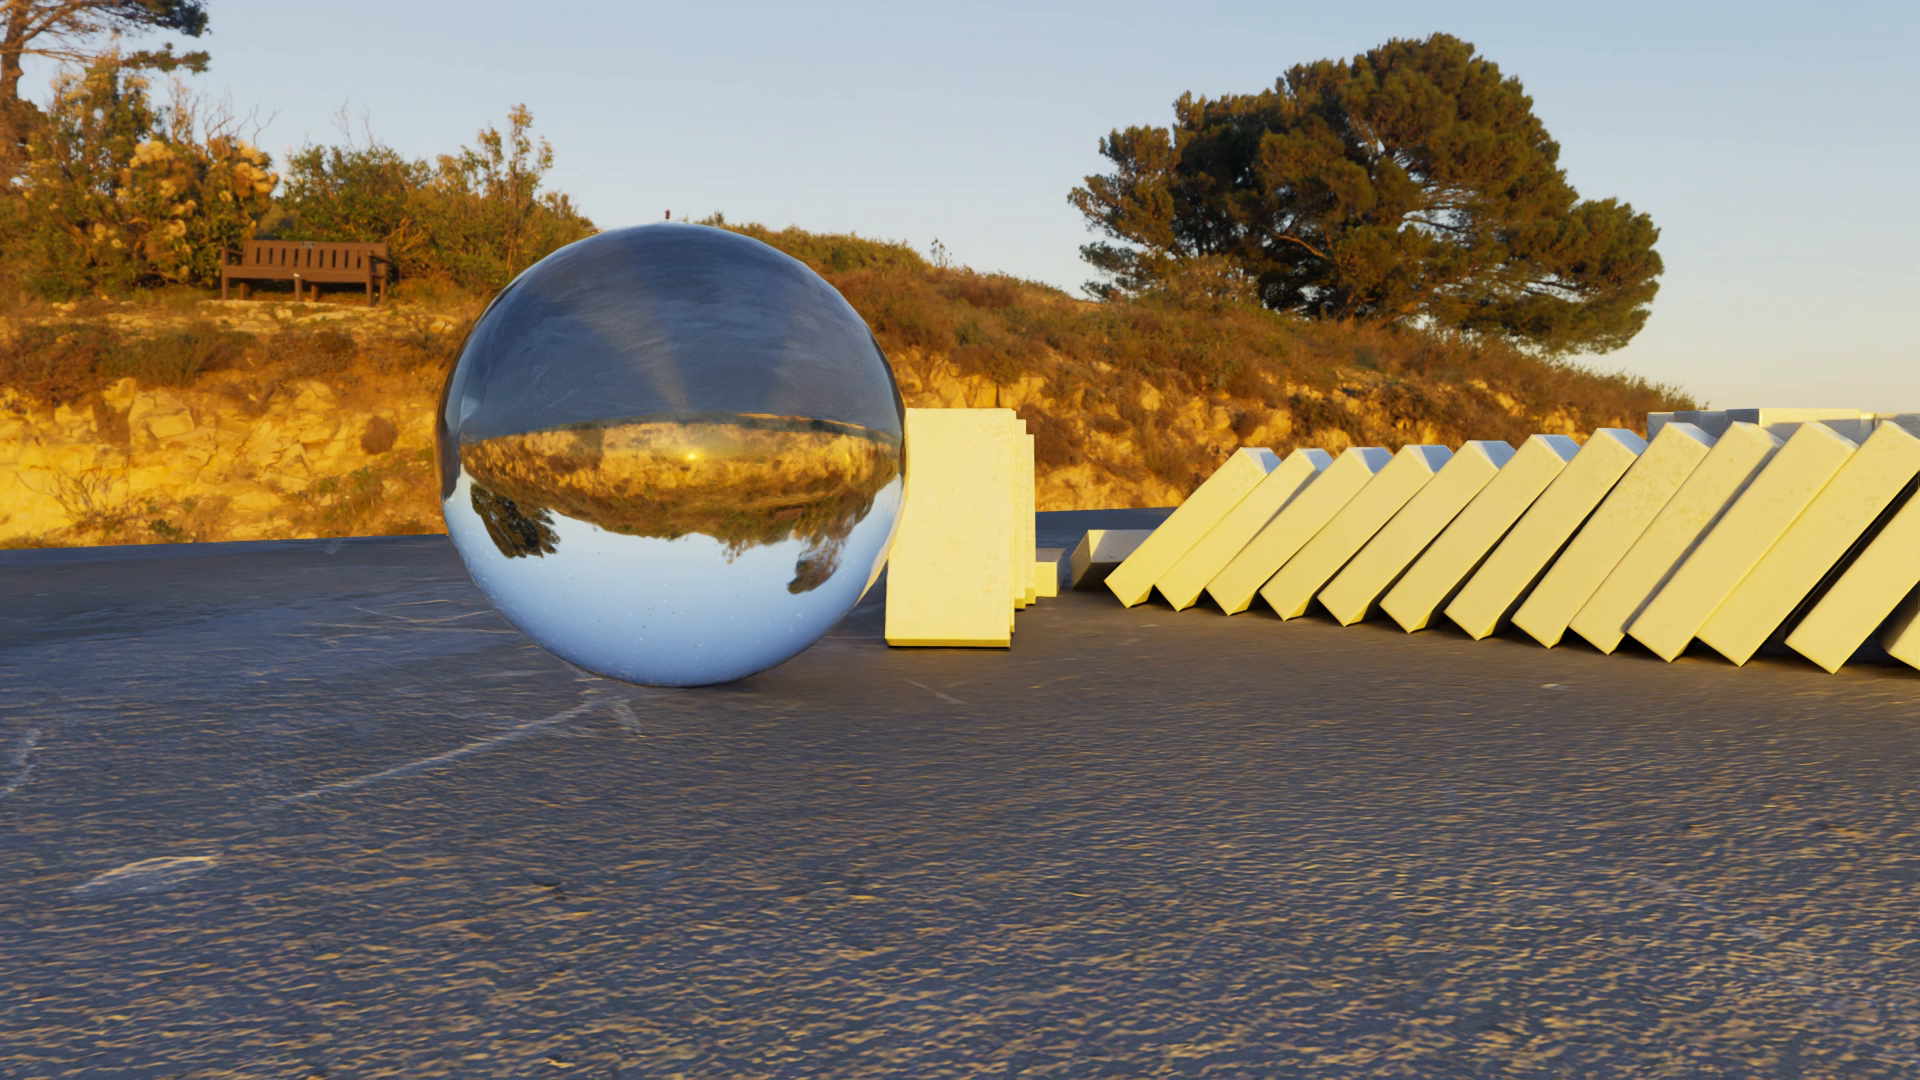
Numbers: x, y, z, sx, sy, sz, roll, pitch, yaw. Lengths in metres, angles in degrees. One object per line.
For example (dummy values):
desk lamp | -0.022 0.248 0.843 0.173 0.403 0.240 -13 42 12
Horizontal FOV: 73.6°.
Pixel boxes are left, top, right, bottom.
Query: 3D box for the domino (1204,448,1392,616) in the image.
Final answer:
domino | 0.086 -0.002 0.317 0.025 0.010 0.050 -6 -37 -53

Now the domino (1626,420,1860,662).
domino | 0.154 0.000 0.251 0.009 0.050 0.025 43 28 29

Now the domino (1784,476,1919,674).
domino | 0.176 0.001 0.241 0.009 0.050 0.025 40 23 24

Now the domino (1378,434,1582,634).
domino | 0.118 -0.001 0.287 0.025 0.050 0.010 -5 47 -49

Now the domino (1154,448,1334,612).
domino | 0.074 -0.003 0.328 0.050 0.009 0.025 -47 -18 24

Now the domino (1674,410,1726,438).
domino | 0.178 -0.005 0.295 0.025 0.050 0.009 0 4 -4

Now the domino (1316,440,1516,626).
domino | 0.108 -0.001 0.297 0.025 0.050 0.010 -5 49 -49

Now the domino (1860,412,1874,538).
domino | 0.220 -0.007 0.327 0.009 0.050 0.025 0 4 10

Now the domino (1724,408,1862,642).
domino | 0.181 -0.003 0.280 0.025 0.050 0.009 -1 4 -10

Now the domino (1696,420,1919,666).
domino | 0.165 0.001 0.247 0.009 0.050 0.025 43 28 29

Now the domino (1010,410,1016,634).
domino | 0.000 -0.004 0.290 0.025 0.050 0.009 0 -17 3

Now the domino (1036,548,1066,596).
domino | 0.018 0.009 0.384 0.025 0.009 0.050 1 4 8

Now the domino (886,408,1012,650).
domino | -0.002 -0.003 0.269 0.025 0.050 0.010 0 -17 3

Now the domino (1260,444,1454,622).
domino | 0.097 -0.002 0.307 0.025 0.050 0.010 -5 51 -50

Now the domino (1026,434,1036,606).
domino | 0.008 -0.006 0.348 0.025 0.050 0.009 0 -34 2

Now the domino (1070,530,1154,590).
domino | 0.059 0.006 0.369 0.050 0.010 0.025 -1 -19 -8

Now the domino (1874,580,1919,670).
domino | 0.189 0.001 0.234 0.009 0.050 0.025 34 20 24

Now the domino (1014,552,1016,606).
domino | 0.001 -0.006 0.320 0.025 0.050 0.009 0 -18 3

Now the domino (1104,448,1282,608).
domino | 0.062 -0.003 0.334 0.050 0.009 0.025 -47 -18 24

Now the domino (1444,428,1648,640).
domino | 0.128 -0.001 0.278 0.025 0.050 0.009 -5 43 -50

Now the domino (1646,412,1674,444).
domino | 0.179 -0.006 0.310 0.025 0.050 0.009 2 5 27

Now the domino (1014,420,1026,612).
domino | 0.004 -0.007 0.333 0.025 0.050 0.009 0 -23 3

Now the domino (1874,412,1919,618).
domino | 0.234 -0.006 0.319 0.009 0.050 0.025 2 5 40

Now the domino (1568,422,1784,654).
domino | 0.146 0.000 0.260 0.009 0.050 0.025 43 28 29

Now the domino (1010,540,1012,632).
domino | -0.001 -0.003 0.280 0.025 0.050 0.009 0 -17 3

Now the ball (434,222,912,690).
ball | -0.049 -0.014 0.223 0.080 0.080 0.080 0 4 0

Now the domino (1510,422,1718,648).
domino | 0.138 -0.001 0.268 0.009 0.050 0.025 43 29 29
